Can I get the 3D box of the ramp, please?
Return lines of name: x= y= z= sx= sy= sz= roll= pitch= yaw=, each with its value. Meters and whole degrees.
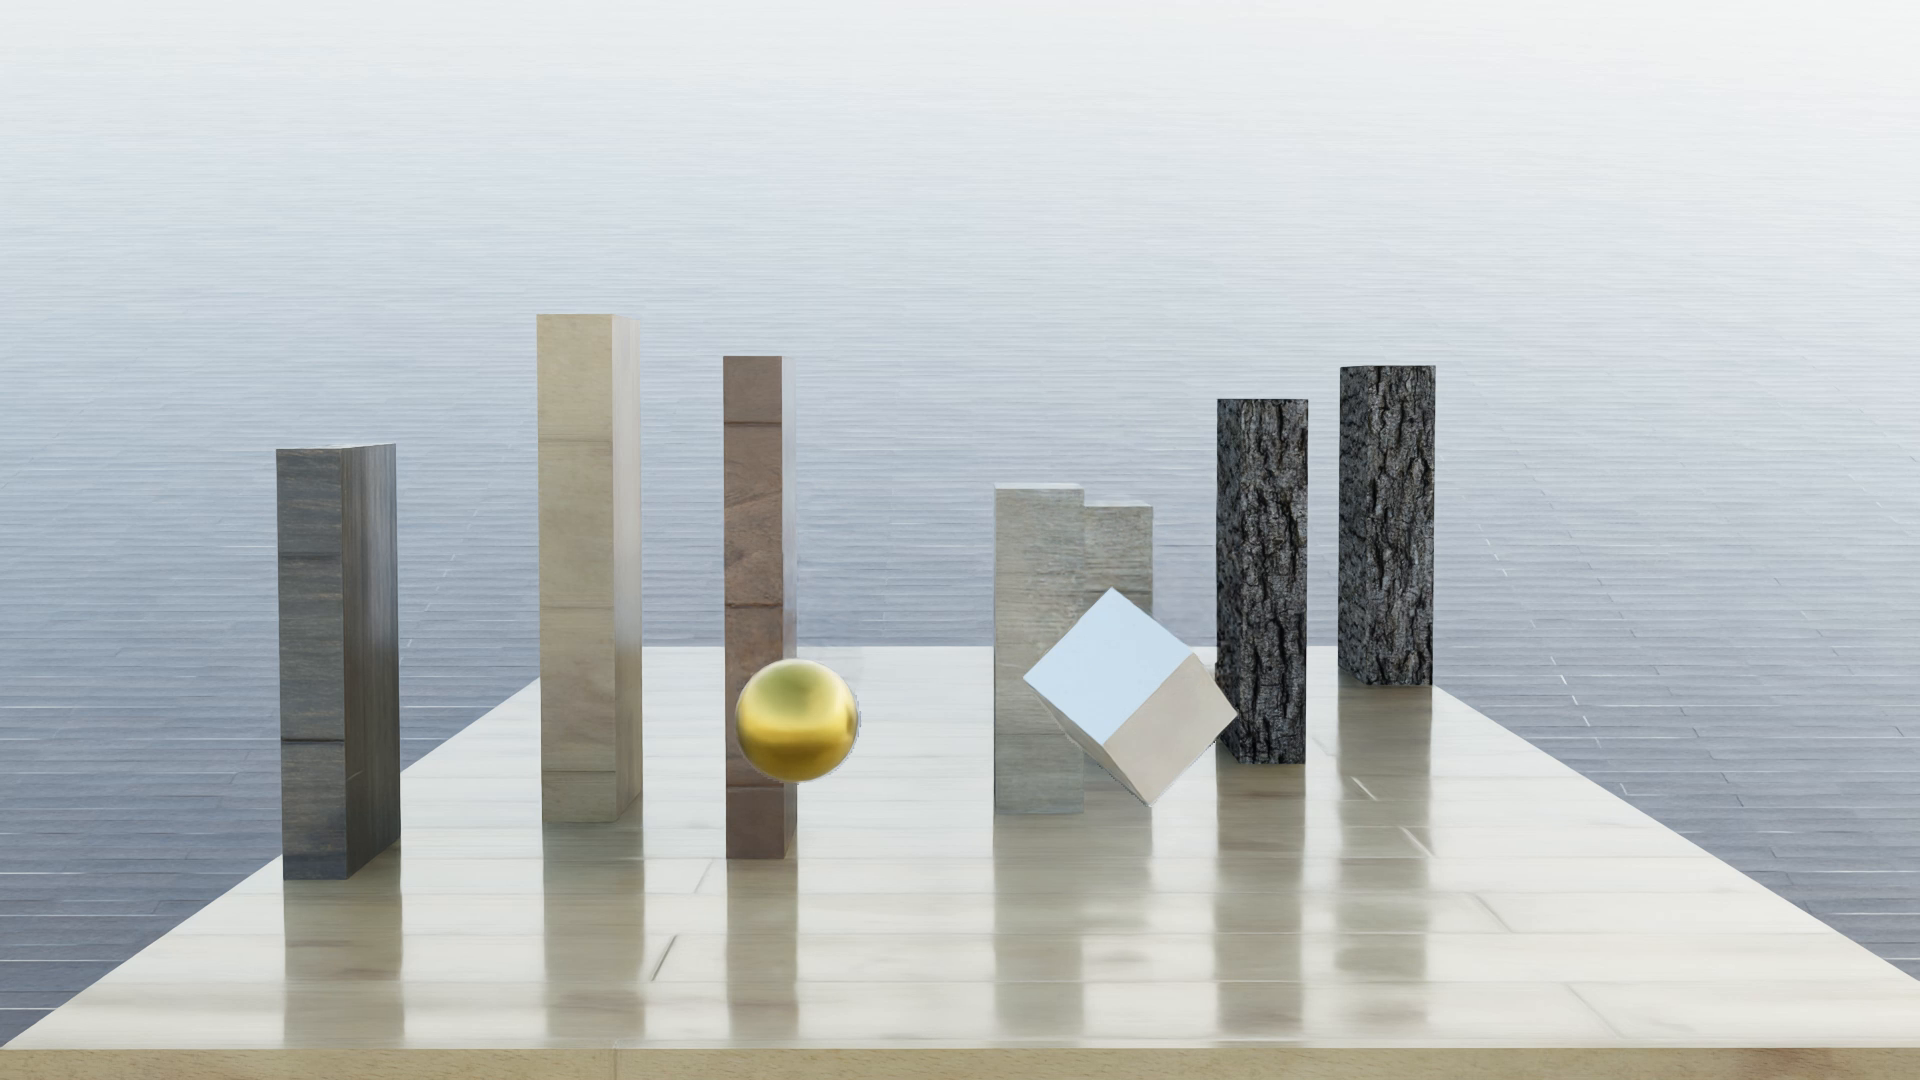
ramp: x=0.048 y=0.436 z=4.532 sx=2.000 sy=0.100 sz=4.000 roll=0 pitch=3 yaw=0

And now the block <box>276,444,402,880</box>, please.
block: x=-0.857 y=0.156 z=3.562 sx=0.085 sy=0.572 sz=0.334 roll=0 pitch=3 yaw=0

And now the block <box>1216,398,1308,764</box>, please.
block: x=0.543 y=0.061 z=4.657 sx=0.115 sy=0.633 sz=0.416 roll=0 pitch=3 yaw=0

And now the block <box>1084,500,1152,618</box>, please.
block: x=0.300 y=0.139 z=5.110 sx=0.141 sy=0.425 sz=0.309 roll=0 pitch=3 yaw=0

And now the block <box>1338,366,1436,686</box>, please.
block: x=0.968 y=-0.043 z=5.854 sx=0.148 sy=0.704 sz=0.415 roll=0 pitch=3 yaw=0

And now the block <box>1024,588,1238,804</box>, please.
block: x=0.195 y=0.178 z=2.934 sx=0.146 sy=0.146 sz=0.146 roll=-45 pitch=48 yaw=-6

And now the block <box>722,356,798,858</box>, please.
block: x=-0.285 y=0.086 z=3.692 sx=0.081 sy=0.696 sz=0.301 roll=0 pitch=3 yaw=0

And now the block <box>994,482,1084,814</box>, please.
block: x=0.122 y=0.163 z=4.060 sx=0.135 sy=0.499 sz=0.259 roll=0 pitch=3 yaw=0

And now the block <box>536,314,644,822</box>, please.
block: x=-0.574 y=0.034 z=4.013 sx=0.112 sy=0.762 sz=0.337 roll=0 pitch=3 yaw=0

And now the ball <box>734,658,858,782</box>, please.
ball: x=-0.177 y=0.194 z=2.776 sx=0.134 sy=0.134 sz=0.134 roll=0 pitch=21 yaw=0
